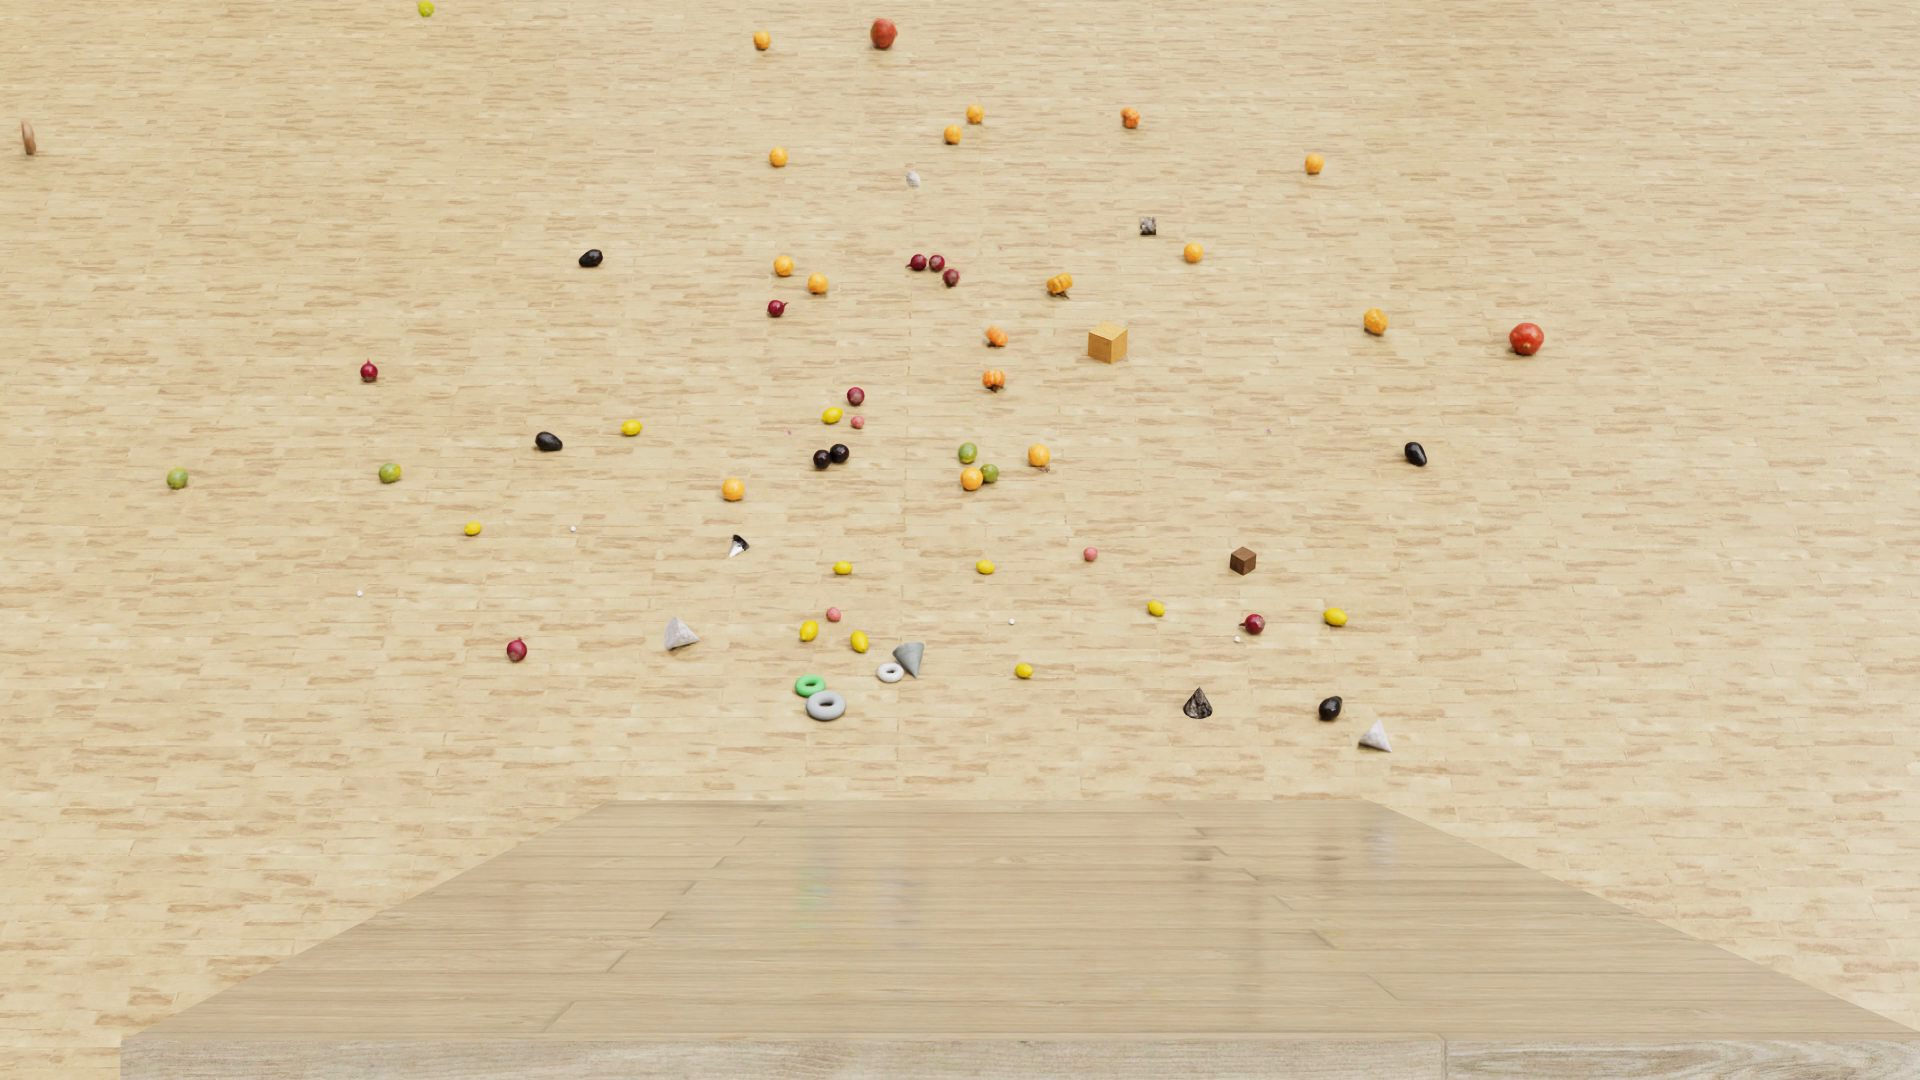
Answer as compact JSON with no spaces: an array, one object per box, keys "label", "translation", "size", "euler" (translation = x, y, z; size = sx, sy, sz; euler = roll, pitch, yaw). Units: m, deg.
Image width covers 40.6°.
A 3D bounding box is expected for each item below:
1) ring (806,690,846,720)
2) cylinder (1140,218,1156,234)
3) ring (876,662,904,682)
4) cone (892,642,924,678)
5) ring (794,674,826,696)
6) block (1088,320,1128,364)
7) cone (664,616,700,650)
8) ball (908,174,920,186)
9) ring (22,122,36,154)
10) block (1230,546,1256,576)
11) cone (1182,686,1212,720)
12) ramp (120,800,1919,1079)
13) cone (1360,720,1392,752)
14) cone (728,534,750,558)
[{"label":"ring","translation":[-0.375,0.463,7.271],"size":[0.113,0.038,0.113],"euler":[1,34,0]},{"label":"cylinder","translation":[0.689,-1.149,9.525],"size":[0.057,0.057,0.057],"euler":[-1,35,-2]},{"label":"ring","translation":[-0.198,0.378,7.401],"size":[0.077,0.026,0.077],"euler":[-1,35,1]},{"label":"cone","translation":[-0.135,0.356,7.417],"size":[0.096,0.096,0.096],"euler":[-10,63,-14]},{"label":"ring","translation":[-0.424,0.412,7.349],"size":[0.087,0.029,0.087],"euler":[0,34,0]},{"label":"block","translation":[0.501,-0.670,8.817],"size":[0.095,0.095,0.095],"euler":[23,42,29]},{"label":"cone","translation":[-0.793,0.280,7.522],"size":[0.096,0.096,0.096],"euler":[16,29,-25]},{"label":"ball","translation":[-0.174,-1.362,9.829],"size":[0.052,0.052,0.052],"euler":[0,35,0]},{"label":"ring","translation":[-3.599,-1.553,10.039],"size":[0.042,0.125,0.125],"euler":[-10,36,-19]},{"label":"block","translation":[0.852,0.063,7.818],"size":[0.055,0.055,0.055],"euler":[-29,44,-34]},{"label":"cone","translation":[0.667,0.441,7.260],"size":[0.084,0.084,0.084],"euler":[0,35,0]},{"label":"ramp","translation":[0.078,0.668,4.850],"size":[2.000,0.100,4.000],"euler":[0,-2,0]},{"label":"cone","translation":[1.156,0.555,7.139],"size":[0.087,0.087,0.087],"euler":[43,48,10]},{"label":"cone","translation":[-0.682,0.029,7.888],"size":[0.066,0.066,0.066],"euler":[27,70,32]}]
